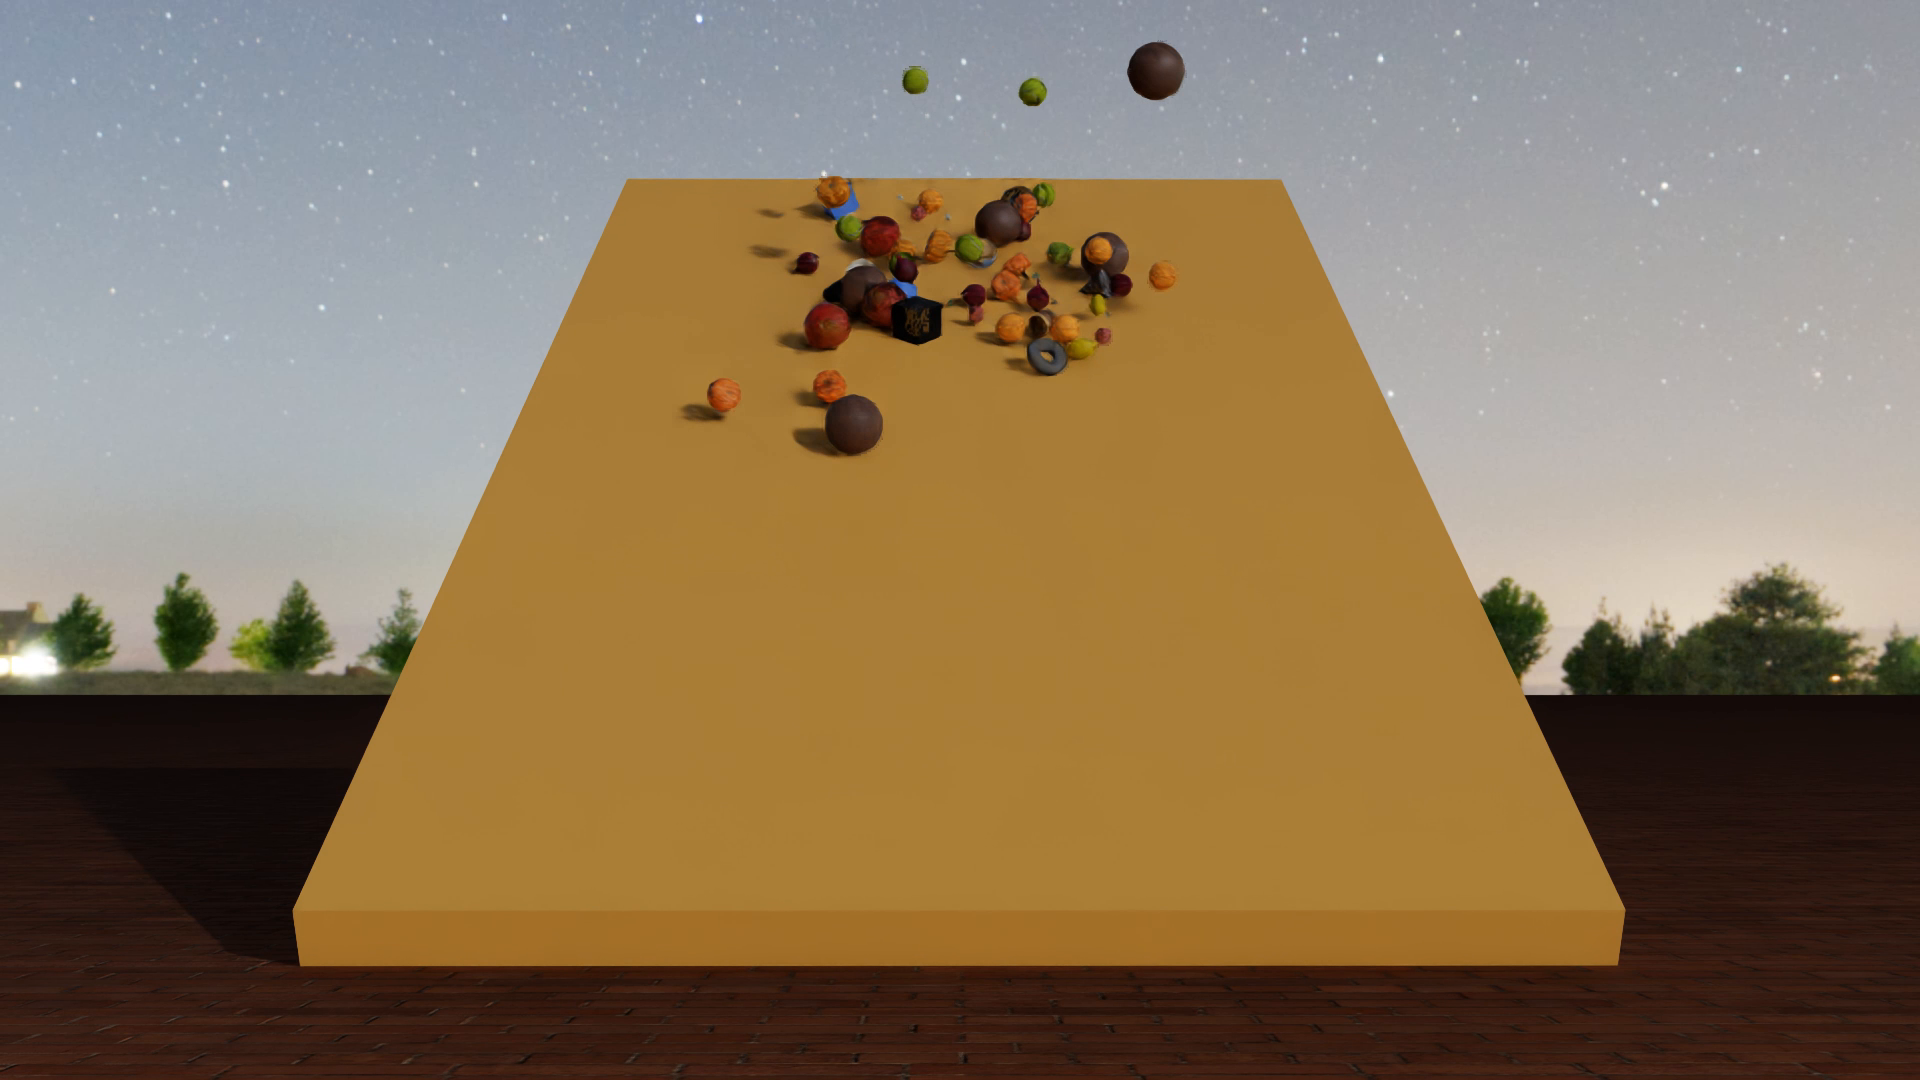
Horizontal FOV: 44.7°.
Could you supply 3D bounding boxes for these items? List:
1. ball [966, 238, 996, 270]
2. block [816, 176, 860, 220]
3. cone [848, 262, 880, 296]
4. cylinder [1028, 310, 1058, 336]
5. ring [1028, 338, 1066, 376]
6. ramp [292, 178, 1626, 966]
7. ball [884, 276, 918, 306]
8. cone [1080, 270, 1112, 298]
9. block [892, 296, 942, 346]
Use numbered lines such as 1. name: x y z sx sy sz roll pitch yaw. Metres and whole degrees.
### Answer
1. ball: 0.058 -0.776 6.320 0.085 0.085 0.085 0 -4 0
2. block: -0.353 -0.988 6.753 0.082 0.082 0.082 -29 30 -11
3. cone: -0.275 -0.688 6.168 0.096 0.096 0.096 2 6 -29
4. cylinder: 0.208 -0.541 5.823 0.055 0.055 0.055 -3 19 39
5. ring: 0.209 -0.440 5.593 0.101 0.101 0.034 1 -29 -21
6. ramp: -0.008 -0.229 5.342 2.000 0.100 4.000 0 25 0
7. ball: -0.152 -0.634 6.006 0.085 0.085 0.085 0 -4 0
8. cone: 0.347 -0.659 6.113 0.079 0.079 0.079 -14 -9 25
9. block: -0.107 -0.547 5.810 0.087 0.087 0.087 22 32 36
